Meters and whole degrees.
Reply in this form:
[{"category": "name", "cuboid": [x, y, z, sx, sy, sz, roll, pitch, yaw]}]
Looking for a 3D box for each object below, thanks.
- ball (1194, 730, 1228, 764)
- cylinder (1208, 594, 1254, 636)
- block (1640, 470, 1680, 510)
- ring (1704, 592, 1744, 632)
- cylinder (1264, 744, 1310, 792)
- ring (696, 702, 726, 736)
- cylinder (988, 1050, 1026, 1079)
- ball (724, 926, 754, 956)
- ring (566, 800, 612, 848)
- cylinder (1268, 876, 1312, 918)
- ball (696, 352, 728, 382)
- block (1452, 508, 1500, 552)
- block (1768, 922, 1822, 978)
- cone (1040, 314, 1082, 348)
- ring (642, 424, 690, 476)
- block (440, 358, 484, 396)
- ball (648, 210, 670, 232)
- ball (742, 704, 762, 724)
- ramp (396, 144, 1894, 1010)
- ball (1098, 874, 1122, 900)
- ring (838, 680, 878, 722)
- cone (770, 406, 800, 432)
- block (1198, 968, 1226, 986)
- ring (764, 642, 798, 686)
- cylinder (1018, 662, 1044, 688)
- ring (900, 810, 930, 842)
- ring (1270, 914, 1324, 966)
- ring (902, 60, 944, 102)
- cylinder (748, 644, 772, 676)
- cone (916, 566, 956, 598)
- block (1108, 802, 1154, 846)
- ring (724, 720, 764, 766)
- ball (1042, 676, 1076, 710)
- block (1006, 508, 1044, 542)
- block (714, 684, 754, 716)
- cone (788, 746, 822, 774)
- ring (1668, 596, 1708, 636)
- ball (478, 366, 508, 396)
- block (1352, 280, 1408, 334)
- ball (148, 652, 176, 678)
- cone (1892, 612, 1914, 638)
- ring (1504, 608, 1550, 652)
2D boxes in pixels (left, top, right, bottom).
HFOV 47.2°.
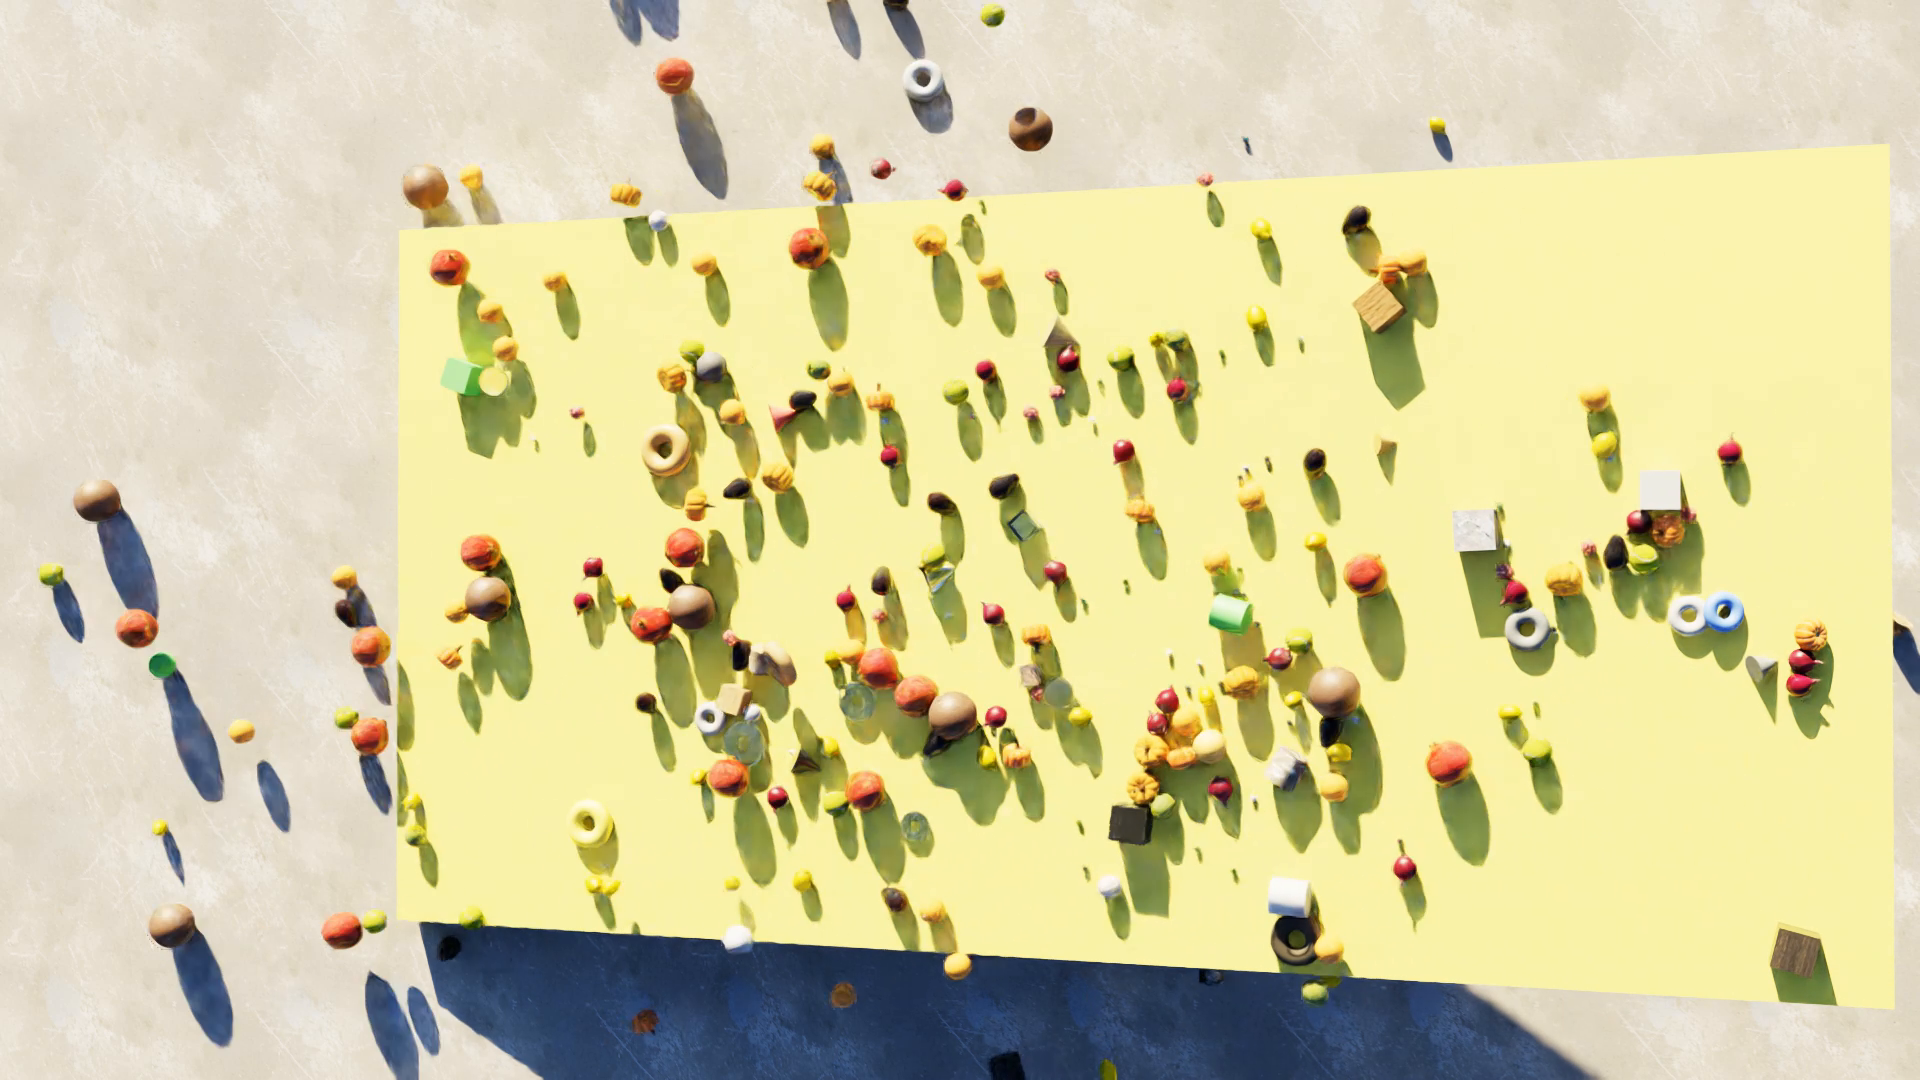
[{"category": "ball", "cuboid": [0.631, 0.521, 5.547, 0.086, 0.086, 0.086, 0, 89, 0]}, {"category": "cylinder", "cuboid": [0.683, 0.189, 5.535, 0.086, 0.086, 0.086, 18, 89, 25]}, {"category": "block", "cuboid": [1.658, -0.117, 5.207, 0.092, 0.092, 0.092, 0, 89, 19]}, {"category": "ring", "cuboid": [1.797, 0.169, 5.175, 0.097, 0.032, 0.097, 0, 85, -3]}, {"category": "cylinder", "cuboid": [0.815, 0.569, 5.490, 0.084, 0.084, 0.084, 29, 99, 0]}, {"category": "ring", "cuboid": [-0.684, 0.491, 6.033, 0.094, 0.031, 0.094, 1, 93, 20]}, {"category": "cylinder", "cuboid": [0.138, 1.546, 6.401, 0.091, 0.091, 0.091, -17, 85, 0]}, {"category": "ball", "cuboid": [-0.600, 1.088, 5.969, 0.082, 0.082, 0.082, 0, 89, 0]}, {"category": "ring", "cuboid": [-1.035, 0.793, 6.142, 0.138, 0.046, 0.138, 0, 90, 18]}, {"category": "cylinder", "cuboid": [0.822, 0.889, 5.479, 0.093, 0.093, 0.093, 4, 89, 19]}, {"category": "ball", "cuboid": [-0.679, -0.473, 6.015, 0.086, 0.086, 0.086, 0, 89, 0]}, {"category": "block", "cuboid": [1.253, -0.023, 5.341, 0.098, 0.098, 0.098, -3, 88, 19]}, {"category": "block", "cuboid": [1.935, 0.950, 5.097, 0.093, 0.093, 0.093, 14, 94, 19]}, {"category": "cone", "cuboid": [0.273, -0.524, 5.713, 0.097, 0.097, 0.097, 24, 89, -9]}, {"category": "ring", "cuboid": [-0.813, -0.249, 6.078, 0.150, 0.050, 0.150, -1, 88, 20]}, {"category": "block", "cuboid": [-1.415, -0.465, 6.268, 0.084, 0.084, 0.084, 20, 96, 18]}, {"category": "ball", "cuboid": [-0.834, -0.884, 6.089, 0.057, 0.057, 0.057, 0, 89, 0]}, {"category": "ball", "cuboid": [-0.565, 0.473, 5.982, 0.051, 0.051, 0.051, 0, 89, 0]}, {"category": "ramp", "cuboid": [0.278, 0.091, 5.778, 4.000, 0.100, 2.000, 0, 89, 19]}, {"category": "ball", "cuboid": [0.384, 0.890, 5.645, 0.063, 0.063, 0.063, 0, 89, 0]}, {"category": "ring", "cuboid": [-0.274, 0.433, 5.891, 0.111, 0.037, 0.111, 0, 90, 18]}, {"category": "cone", "cuboid": [-0.471, -0.338, 5.970, 0.077, 0.077, 0.077, -13, 89, -9]}, {"category": "block", "cuboid": [0.719, 1.237, 6.279, 0.052, 0.052, 0.052, 20, 54, -34]}, {"category": "ring", "cuboid": [-0.480, 0.329, 5.859, 0.045, 0.134, 0.134, -30, 89, -18]}, {"category": "cylinder", "cuboid": [0.184, 0.351, 5.725, 0.056, 0.056, 0.056, -17, 73, 0]}, {"category": "ring", "cuboid": [-0.119, 0.760, 5.838, 0.083, 0.028, 0.083, 0, 90, 19]}, {"category": "ring", "cuboid": [0.842, 0.998, 5.496, 0.135, 0.045, 0.135, -1, 88, 19]}, {"category": "ring", "cuboid": [-0.108, -1.352, 6.473, 0.122, 0.041, 0.122, 0, 89, 1]}, {"category": "cylinder", "cuboid": [-0.538, 0.325, 5.959, 0.065, 0.065, 0.065, 9, 108, 0]}, {"category": "cone", "cuboid": [-0.053, 0.093, 5.816, 0.095, 0.095, 0.095, -23, 89, -10]}, {"category": "block", "cuboid": [0.437, 0.723, 5.615, 0.090, 0.090, 0.090, 7, 91, 19]}, {"category": "ring", "cuboid": [-0.588, 0.555, 5.993, 0.124, 0.041, 0.124, -1, 88, 24]}, {"category": "ball", "cuboid": [0.255, 0.395, 5.684, 0.086, 0.086, 0.086, 0, 89, 0]}, {"category": "block", "cuboid": [0.171, -0.038, 5.732, 0.061, 0.061, 0.061, -40, 77, 14]}, {"category": "block", "cuboid": [-0.615, 0.434, 5.991, 0.068, 0.068, 0.068, 19, 95, 18]}, {"category": "cone", "cuboid": [-0.409, 0.608, 5.935, 0.081, 0.081, 0.081, 23, 89, -9]}, {"category": "ring", "cuboid": [1.728, 0.181, 5.211, 0.098, 0.033, 0.098, 0, 90, 18]}, {"category": "ball", "cuboid": [-1.322, -0.451, 6.237, 0.083, 0.083, 0.083, 0, 89, 0]}, {"category": "block", "cuboid": [1.035, -0.574, 5.428, 0.090, 0.090, 0.090, -40, 77, 14]}, {"category": "ball", "cuboid": [-2.333, 0.366, 6.431, 0.077, 0.077, 0.077, 0, 89, 0]}, {"category": "cone", "cuboid": [2.735, 0.265, 6.452, 0.085, 0.085, 0.085, 23, 116, 0]}, {"category": "ring", "cuboid": [1.376, 0.217, 5.329, 0.109, 0.036, 0.109, 0, 91, 19]}]
